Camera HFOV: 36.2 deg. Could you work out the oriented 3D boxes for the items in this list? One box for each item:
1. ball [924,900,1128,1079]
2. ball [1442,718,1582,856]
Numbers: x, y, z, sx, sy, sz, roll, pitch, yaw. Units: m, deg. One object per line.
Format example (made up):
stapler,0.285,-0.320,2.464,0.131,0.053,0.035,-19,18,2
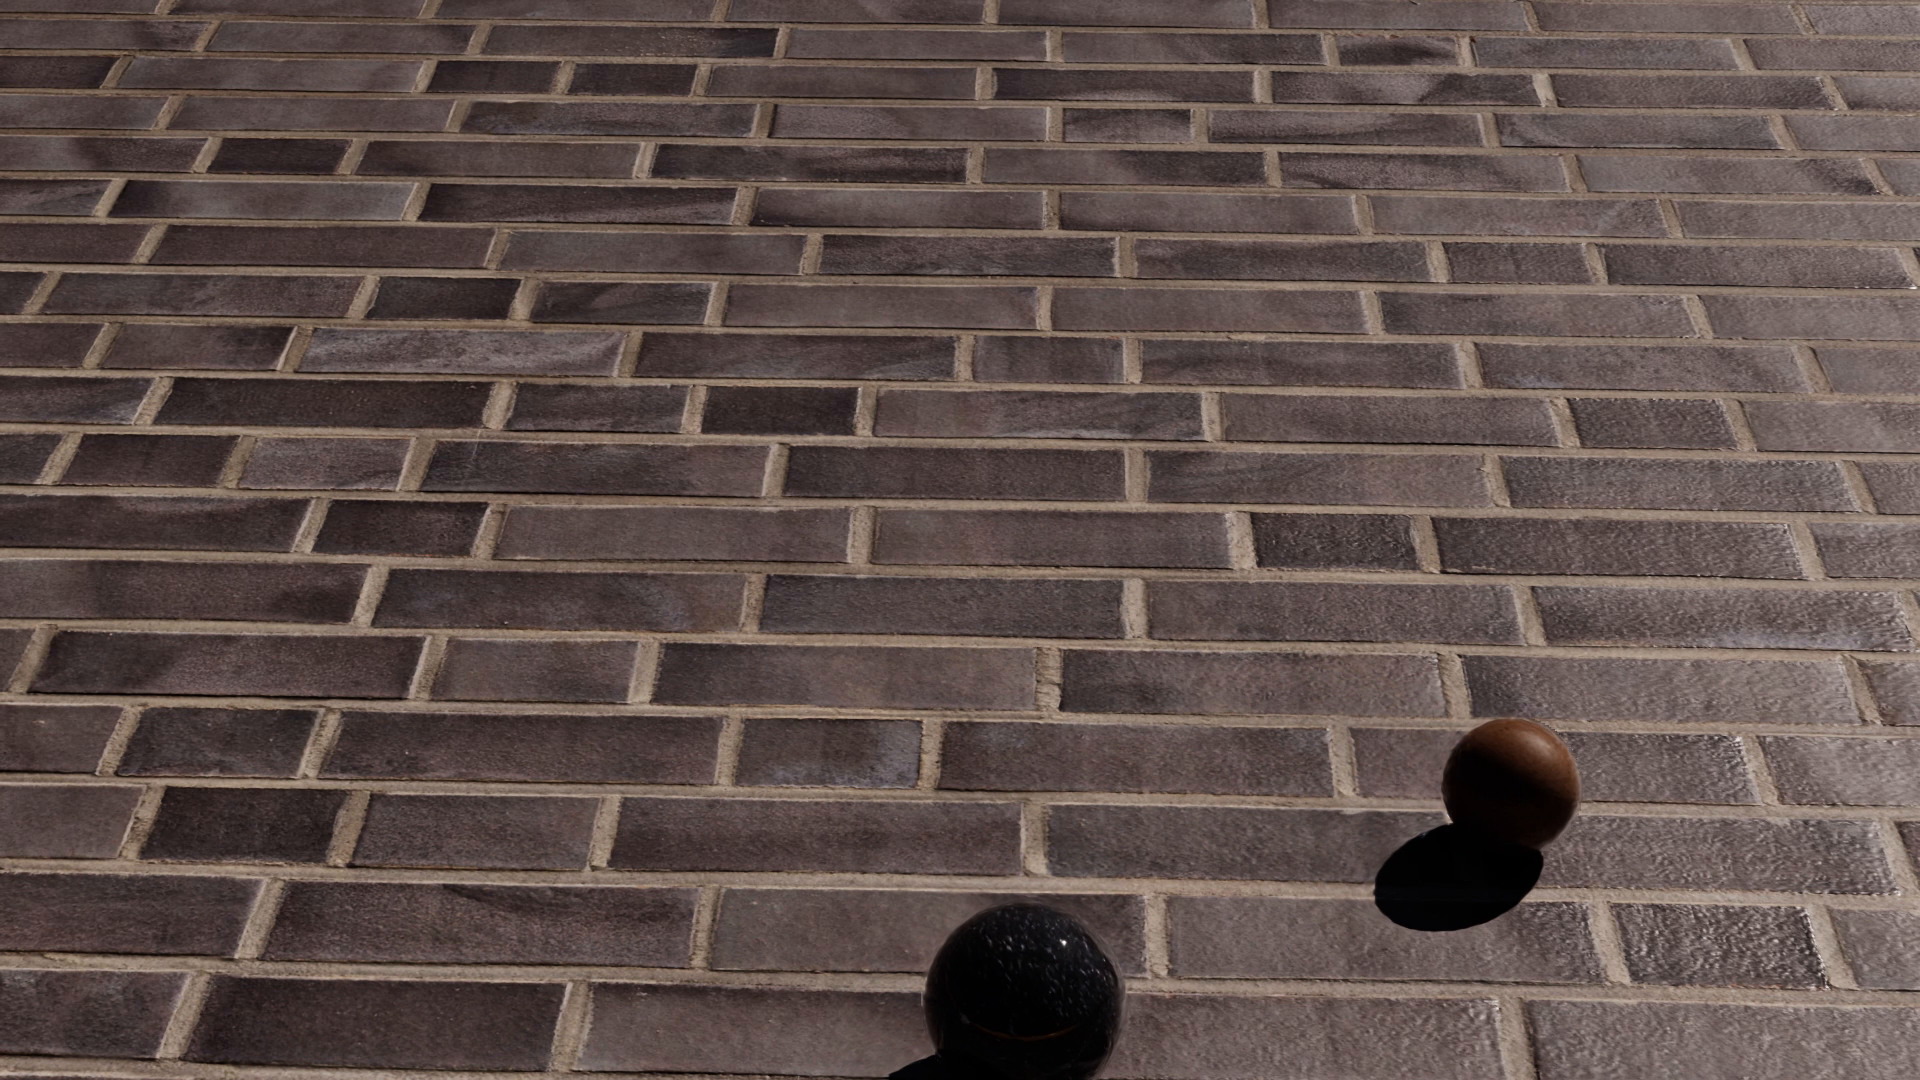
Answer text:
ball,0.027,0.193,1.224,0.085,0.085,0.085,0,33,0
ball,0.256,0.115,1.365,0.064,0.064,0.064,0,33,0
